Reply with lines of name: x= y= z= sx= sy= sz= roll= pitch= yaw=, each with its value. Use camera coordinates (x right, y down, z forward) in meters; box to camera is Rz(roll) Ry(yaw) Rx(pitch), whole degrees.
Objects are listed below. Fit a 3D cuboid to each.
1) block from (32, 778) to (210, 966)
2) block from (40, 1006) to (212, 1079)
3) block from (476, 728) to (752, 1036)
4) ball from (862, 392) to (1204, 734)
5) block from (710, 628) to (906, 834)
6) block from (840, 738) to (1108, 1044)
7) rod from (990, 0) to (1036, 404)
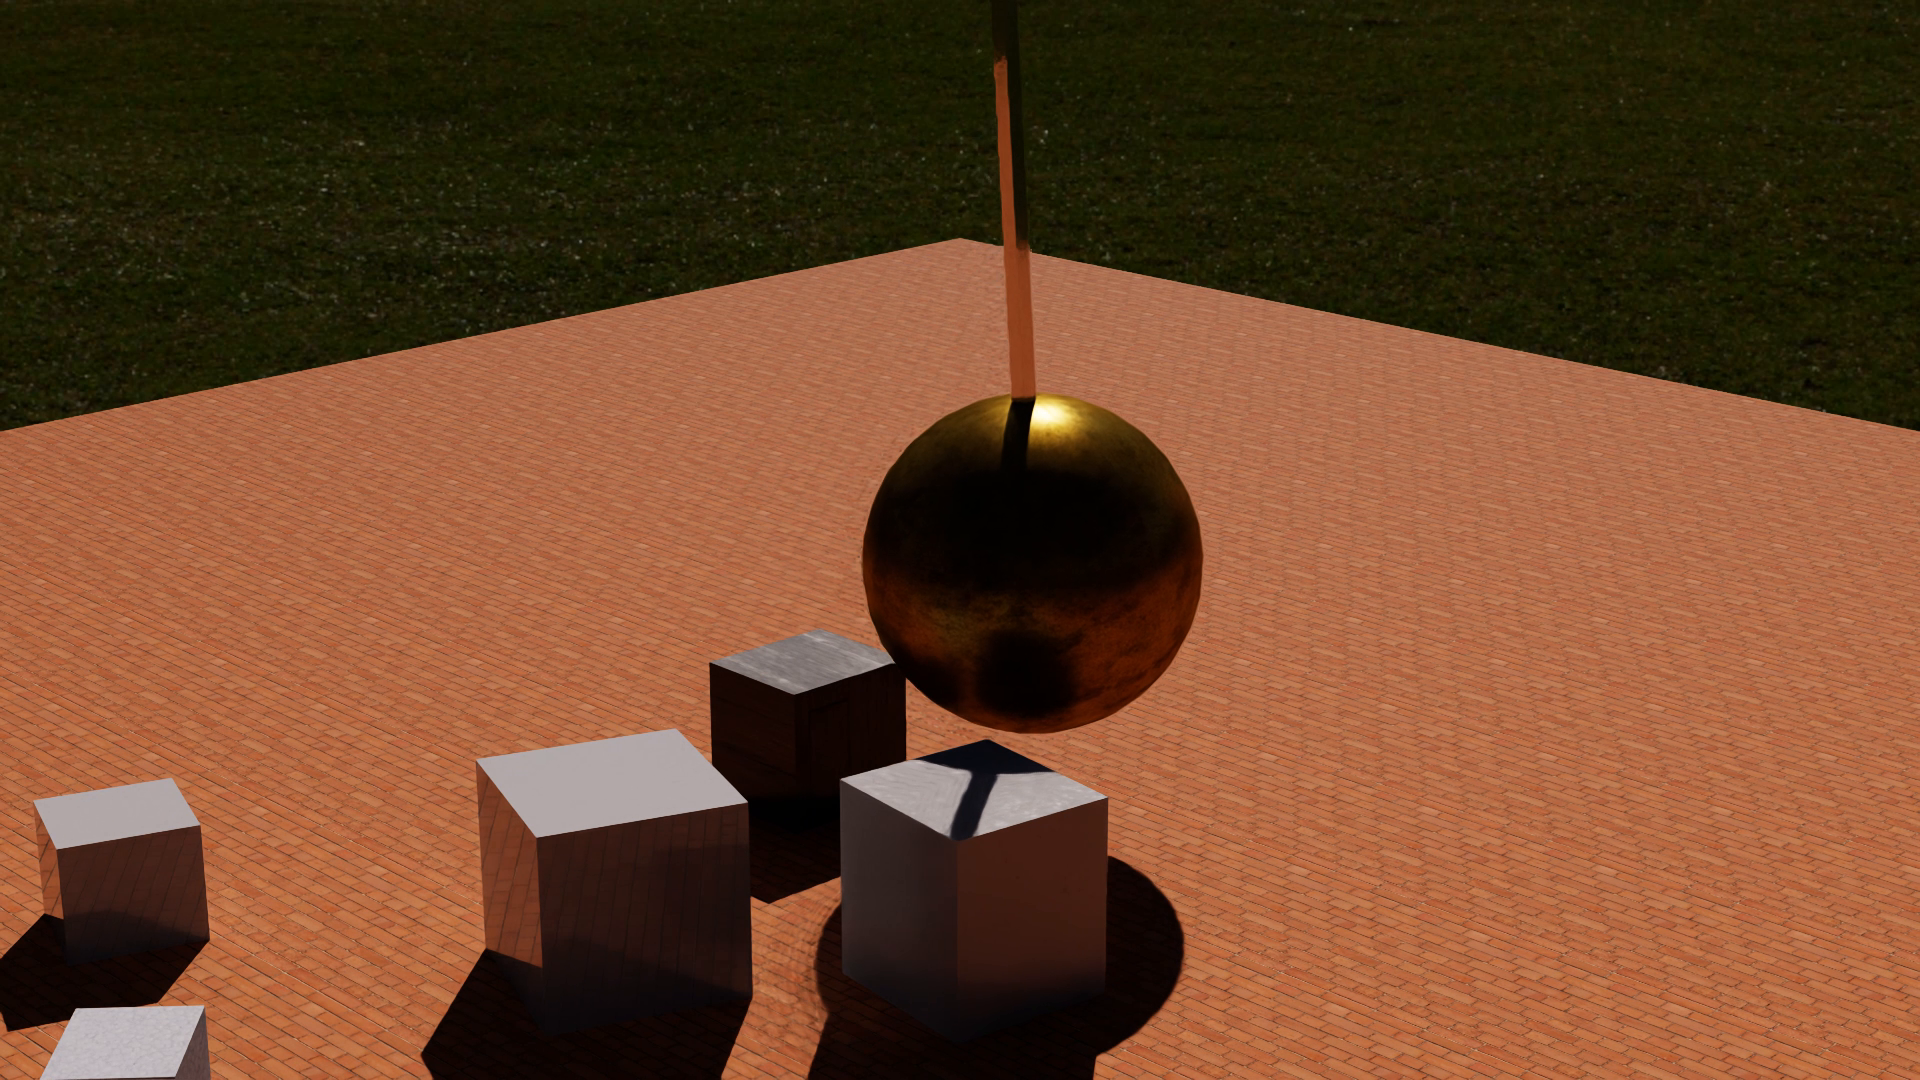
block: x=-3.675 y=1.445 z=12.846 sx=0.604 sy=0.541 sz=0.598 roll=-8 pitch=19 yaw=-25
block: x=-3.028 y=2.095 z=10.710 sx=0.473 sy=0.581 sz=0.559 roll=-1 pitch=17 yaw=-3
block: x=-1.462 y=1.421 z=12.358 sx=0.895 sy=0.878 sz=0.919 roll=-8 pitch=19 yaw=-23
ball: x=0.339 y=0.107 z=13.731 sx=1.600 sy=1.600 sz=1.600 roll=0 pitch=17 yaw=0
block: x=-0.735 y=0.917 z=14.255 sx=0.711 sy=0.703 sz=0.627 roll=-16 pitch=24 yaw=-41
block: x=0.054 y=1.449 z=12.254 sx=0.774 sy=0.888 sz=0.820 roll=-13 pitch=21 yaw=-35
rod: x=0.147 y=-3.068 z=12.531 sx=0.080 sy=5.200 sz=0.080 roll=17 pitch=29 yaw=42
